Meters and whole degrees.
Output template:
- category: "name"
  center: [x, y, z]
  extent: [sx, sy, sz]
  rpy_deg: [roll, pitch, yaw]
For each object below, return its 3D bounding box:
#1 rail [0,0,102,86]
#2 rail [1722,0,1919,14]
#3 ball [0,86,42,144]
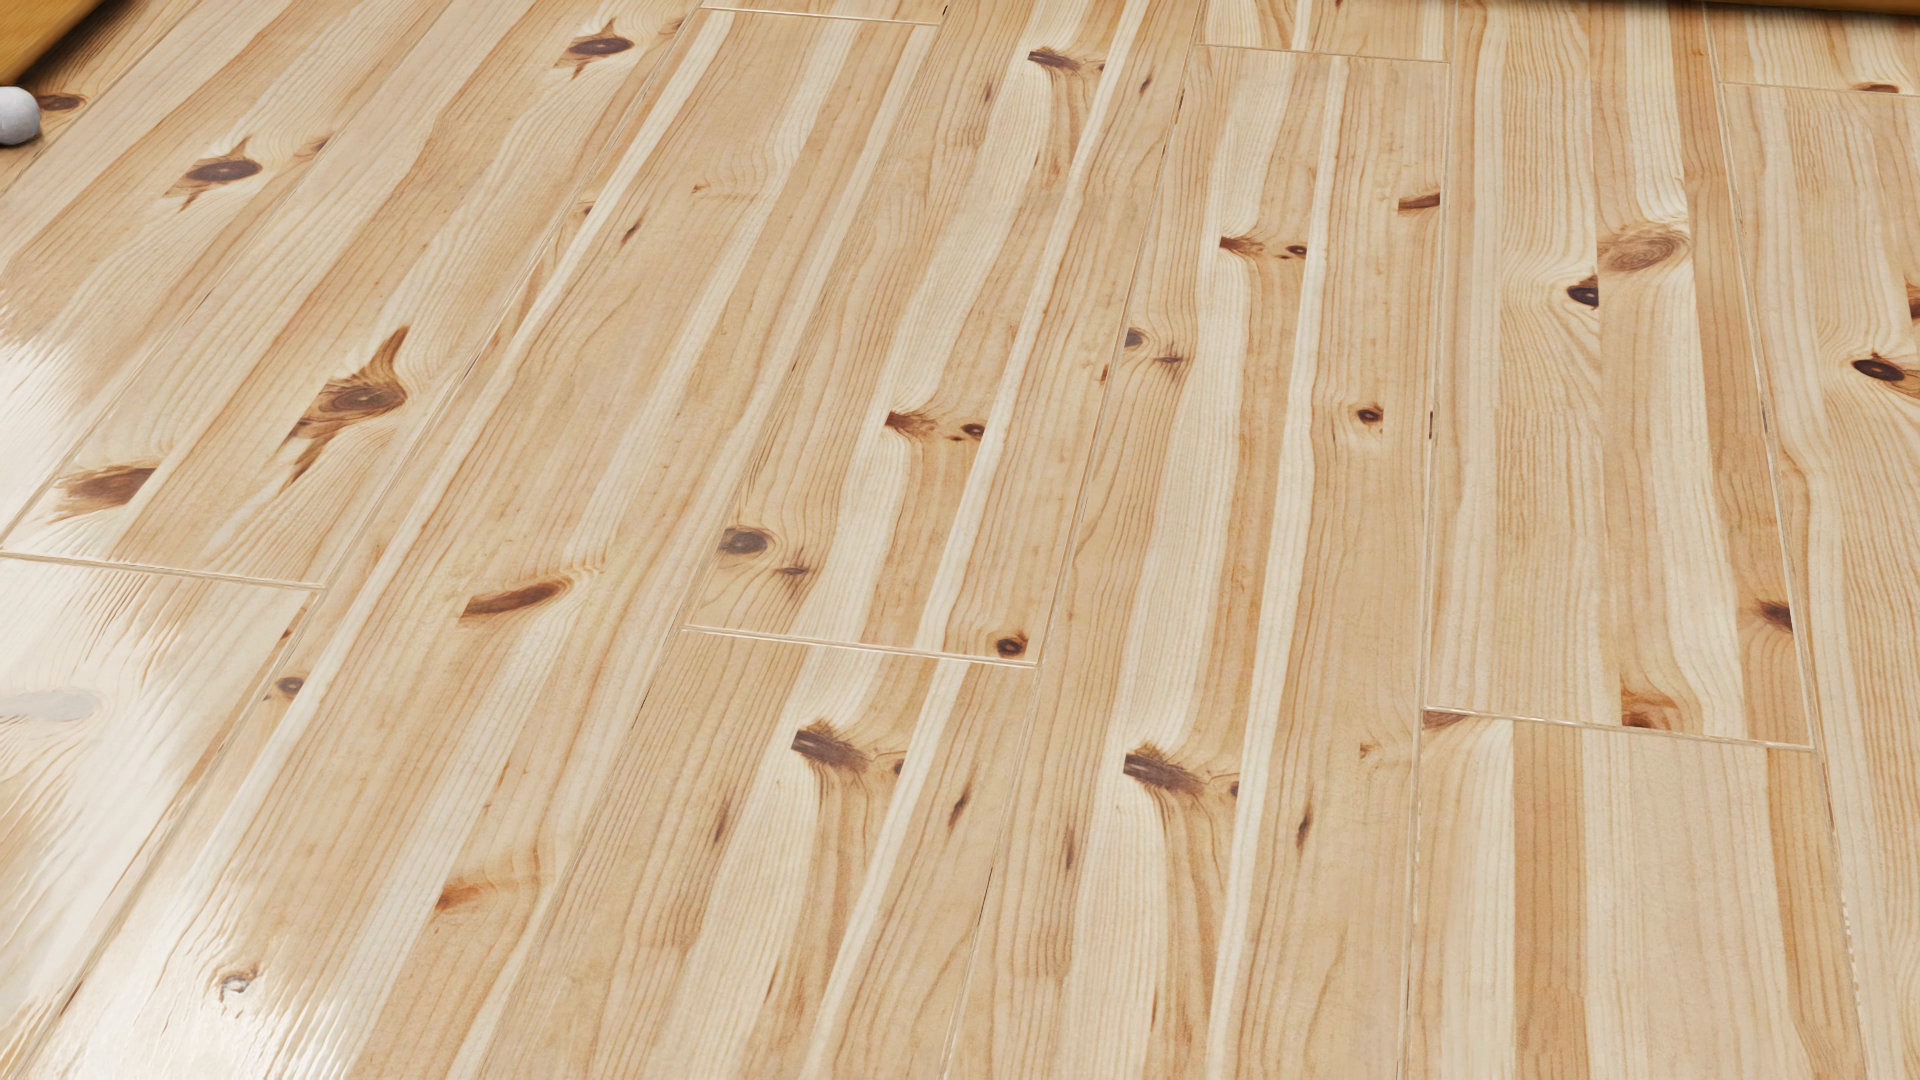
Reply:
- category: "rail"
  center: [-0.985, -0.120, 1.906]
  extent: [0.045, 0.099, 2.194]
  rpy_deg: [6, 36, 8]
- category: "rail"
  center: [1.195, -0.528, 2.481]
  extent: [4.096, 0.099, 0.045]
  rpy_deg: [6, 36, 8]
- category: "ball"
  center: [-0.859, -0.384, 2.321]
  extent: [0.053, 0.053, 0.053]
  rpy_deg: [0, 35, 0]
